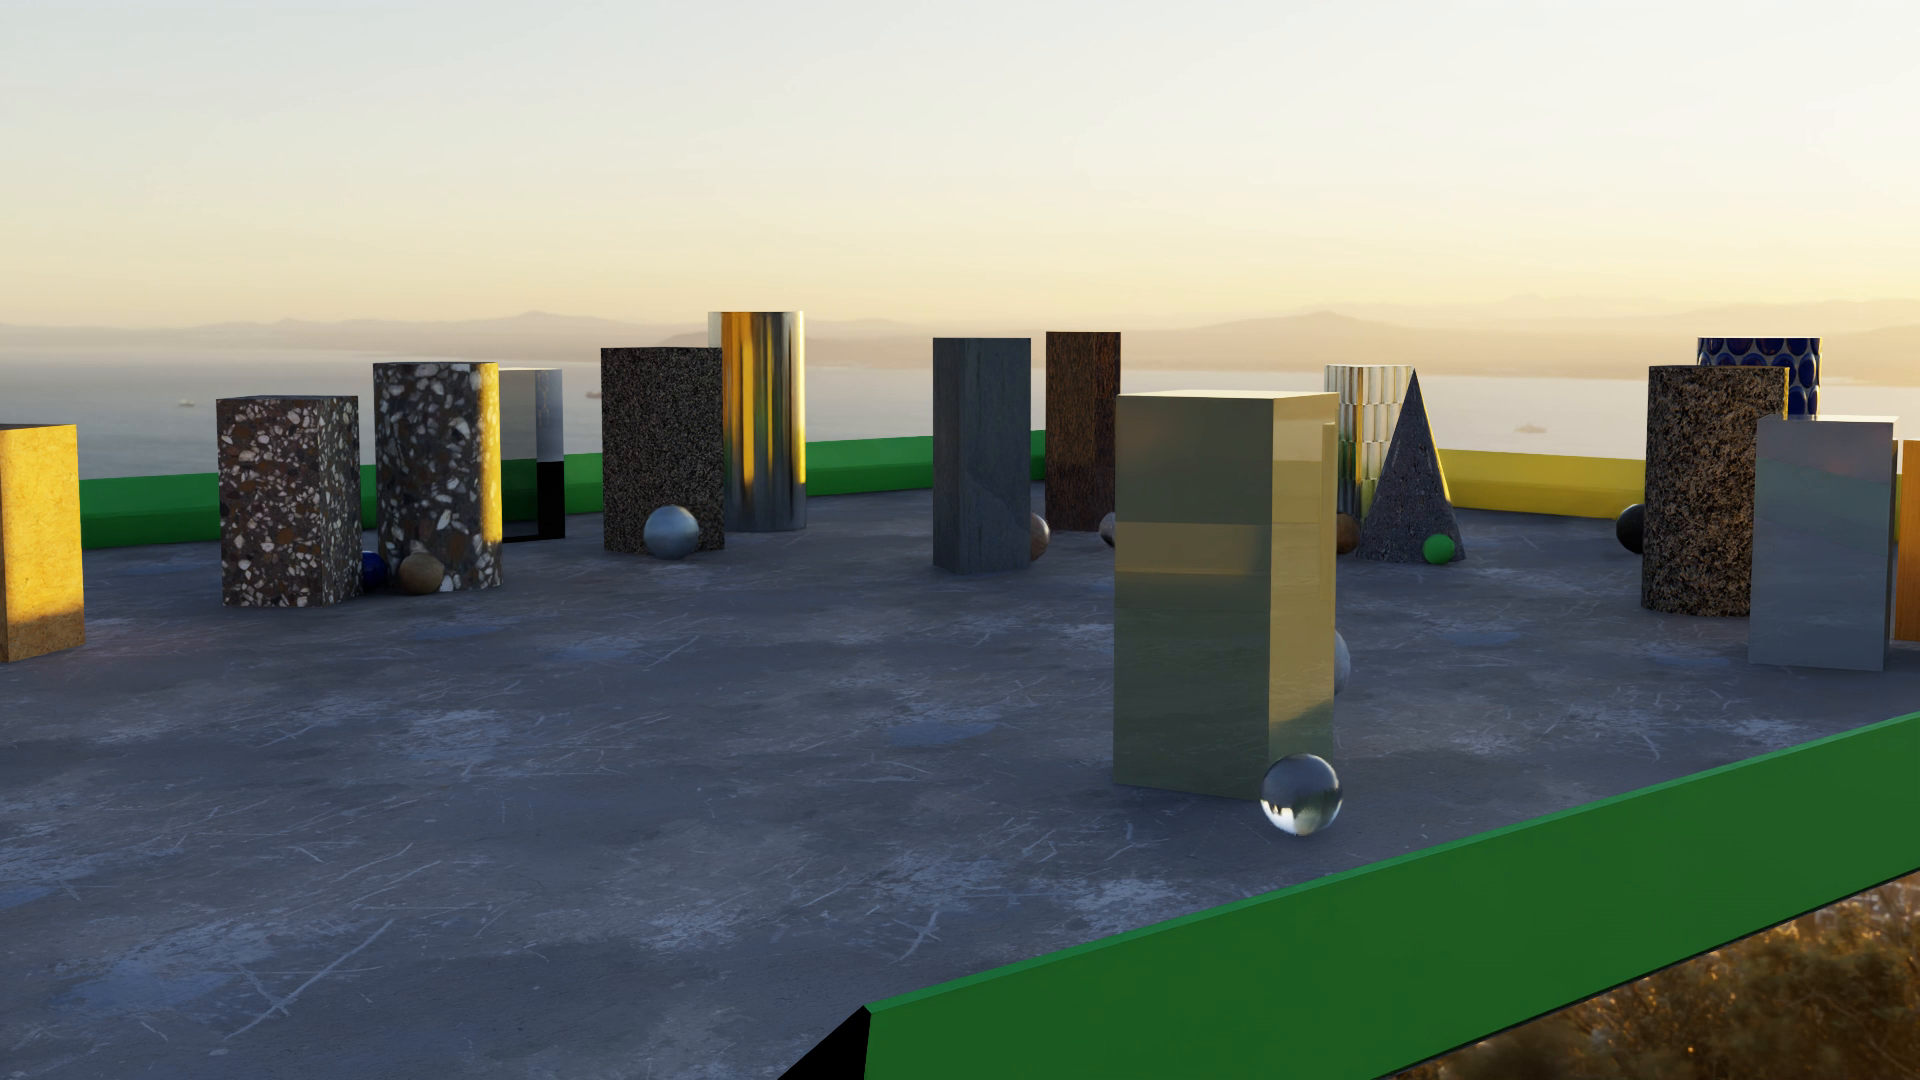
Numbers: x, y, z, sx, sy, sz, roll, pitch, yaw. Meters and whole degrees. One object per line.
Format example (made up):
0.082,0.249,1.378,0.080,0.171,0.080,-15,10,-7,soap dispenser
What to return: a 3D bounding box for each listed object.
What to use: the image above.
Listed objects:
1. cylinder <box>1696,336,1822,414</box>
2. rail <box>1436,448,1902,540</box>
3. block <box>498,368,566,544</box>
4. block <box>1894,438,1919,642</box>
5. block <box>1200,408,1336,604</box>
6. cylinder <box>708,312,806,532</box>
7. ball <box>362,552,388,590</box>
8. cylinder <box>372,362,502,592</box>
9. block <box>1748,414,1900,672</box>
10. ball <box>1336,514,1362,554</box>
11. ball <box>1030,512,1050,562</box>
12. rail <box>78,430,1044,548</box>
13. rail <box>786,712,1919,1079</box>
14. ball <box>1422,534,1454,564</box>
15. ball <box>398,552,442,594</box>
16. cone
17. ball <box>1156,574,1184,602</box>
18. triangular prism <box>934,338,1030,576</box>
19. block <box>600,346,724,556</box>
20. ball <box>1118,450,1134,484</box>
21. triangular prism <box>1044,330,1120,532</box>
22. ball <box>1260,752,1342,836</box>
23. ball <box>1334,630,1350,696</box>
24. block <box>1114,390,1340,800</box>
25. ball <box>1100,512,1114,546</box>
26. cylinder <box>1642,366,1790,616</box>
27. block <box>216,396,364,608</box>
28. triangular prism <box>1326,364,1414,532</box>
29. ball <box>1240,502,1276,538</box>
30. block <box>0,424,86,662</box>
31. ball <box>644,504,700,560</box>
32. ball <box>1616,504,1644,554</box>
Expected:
1.335,-0.140,3.692,0.197,0.400,0.197,0,6,0,cylinder
1.426,-0.103,4.641,0.045,0.128,3.382,-5,8,-42,rail
-0.885,-0.168,4.296,0.158,0.331,0.158,-6,8,-44,block
1.379,-0.001,2.983,0.158,0.271,0.158,5,8,38,block
0.482,-0.056,3.430,0.158,0.288,0.158,4,7,31,block
-0.414,-0.245,4.495,0.197,0.442,0.197,0,6,0,cylinder
-0.944,0.049,3.499,0.064,0.064,0.064,0,6,0,ball
-0.847,-0.107,3.572,0.197,0.360,0.197,0,6,0,cylinder
1.104,-0.002,2.809,0.158,0.308,0.158,3,7,25,block
0.698,-0.011,4.027,0.074,0.074,0.074,0,6,0,ball
0.112,-0.006,3.881,0.093,0.093,0.093,0,6,0,ball
-1.131,-0.094,4.551,3.929,0.128,0.045,-5,8,-42,rail
1.131,0.161,2.113,3.929,0.128,0.045,-5,8,-42,rail
0.841,0.016,3.862,0.055,0.055,0.055,0,6,0,ball
-0.847,0.053,3.452,0.067,0.067,0.067,0,6,0,ball
0.817,-0.141,3.968,0.197,0.344,0.197,0,6,0,cone
0.322,0.073,3.378,0.041,0.041,0.041,0,6,0,ball
0.009,-0.150,3.799,0.148,0.397,0.171,6,8,44,triangular prism
-0.551,-0.168,4.081,0.158,0.376,0.158,5,8,40,block
0.402,-0.188,5.655,0.087,0.087,0.087,0,6,0,ball
0.286,-0.224,4.491,0.171,0.402,0.148,4,7,35,triangular prism
0.290,0.216,1.871,0.070,0.070,0.070,0,6,0,ball
0.391,0.139,2.479,0.098,0.098,0.098,0,6,0,ball
0.253,0.045,2.087,0.158,0.366,0.158,4,7,31,block
0.296,-0.020,4.143,0.067,0.067,0.067,0,6,0,ball
1.126,-0.078,3.283,0.197,0.361,0.197,0,6,0,cylinder
-1.028,-0.063,3.382,0.158,0.312,0.158,1,6,7,block
0.768,-0.170,4.279,0.171,0.338,0.148,-6,8,-43,triangular prism
0.586,-0.039,4.316,0.071,0.071,0.071,0,6,0,ball
-1.266,-0.001,2.870,0.158,0.294,0.158,1,6,13,block
-0.516,-0.014,3.935,0.099,0.099,0.099,0,6,0,ball
1.249,-0.021,4.028,0.093,0.093,0.093,0,6,0,ball
